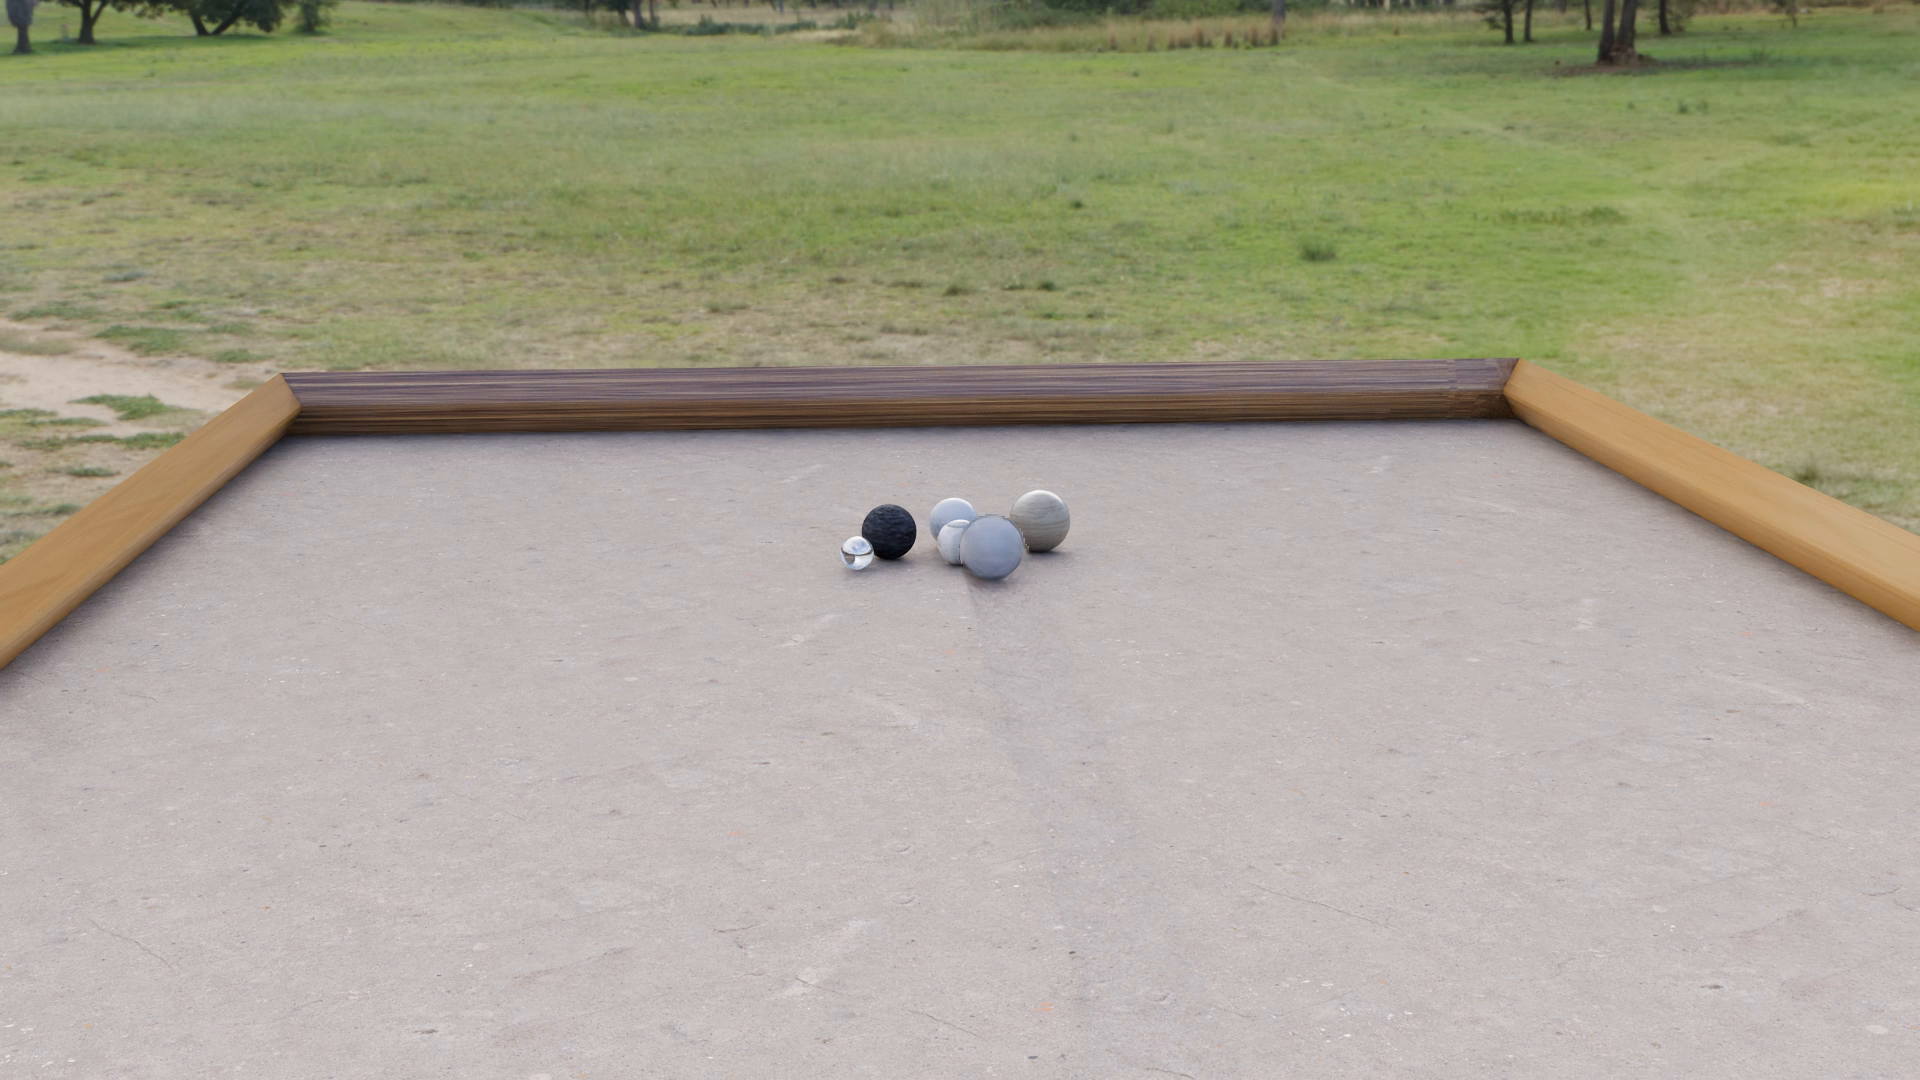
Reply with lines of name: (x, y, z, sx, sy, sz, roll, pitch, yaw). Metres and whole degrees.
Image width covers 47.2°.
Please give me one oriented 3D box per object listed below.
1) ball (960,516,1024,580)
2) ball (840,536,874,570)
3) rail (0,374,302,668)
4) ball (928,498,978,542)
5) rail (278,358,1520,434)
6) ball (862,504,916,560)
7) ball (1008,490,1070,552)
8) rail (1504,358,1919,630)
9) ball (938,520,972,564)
ball: (0.044, 0.011, 3.011, 0.086, 0.086, 0.086, 0, 13, 0)
ball: (-0.144, 0.018, 3.070, 0.046, 0.046, 0.046, 0, 13, 0)
rail: (-1.057, 0.248, 1.929, 0.045, 0.116, 4.413, -1, 13, -4)
ball: (-0.009, -0.025, 3.193, 0.074, 0.074, 0.074, 0, 13, 0)
rail: (-0.086, -0.268, 4.137, 2.344, 0.116, 0.045, -1, 13, -4)
ball: (-0.101, -0.012, 3.127, 0.079, 0.079, 0.079, 0, 13, 0)
ball: (0.115, -0.028, 3.171, 0.089, 0.089, 0.089, 0, 13, 0)
rail: (1.232, 0.206, 2.107, 0.045, 0.116, 4.413, -1, 13, -4)
ball: (0.000, 0.003, 3.095, 0.064, 0.064, 0.064, 0, 13, 0)
